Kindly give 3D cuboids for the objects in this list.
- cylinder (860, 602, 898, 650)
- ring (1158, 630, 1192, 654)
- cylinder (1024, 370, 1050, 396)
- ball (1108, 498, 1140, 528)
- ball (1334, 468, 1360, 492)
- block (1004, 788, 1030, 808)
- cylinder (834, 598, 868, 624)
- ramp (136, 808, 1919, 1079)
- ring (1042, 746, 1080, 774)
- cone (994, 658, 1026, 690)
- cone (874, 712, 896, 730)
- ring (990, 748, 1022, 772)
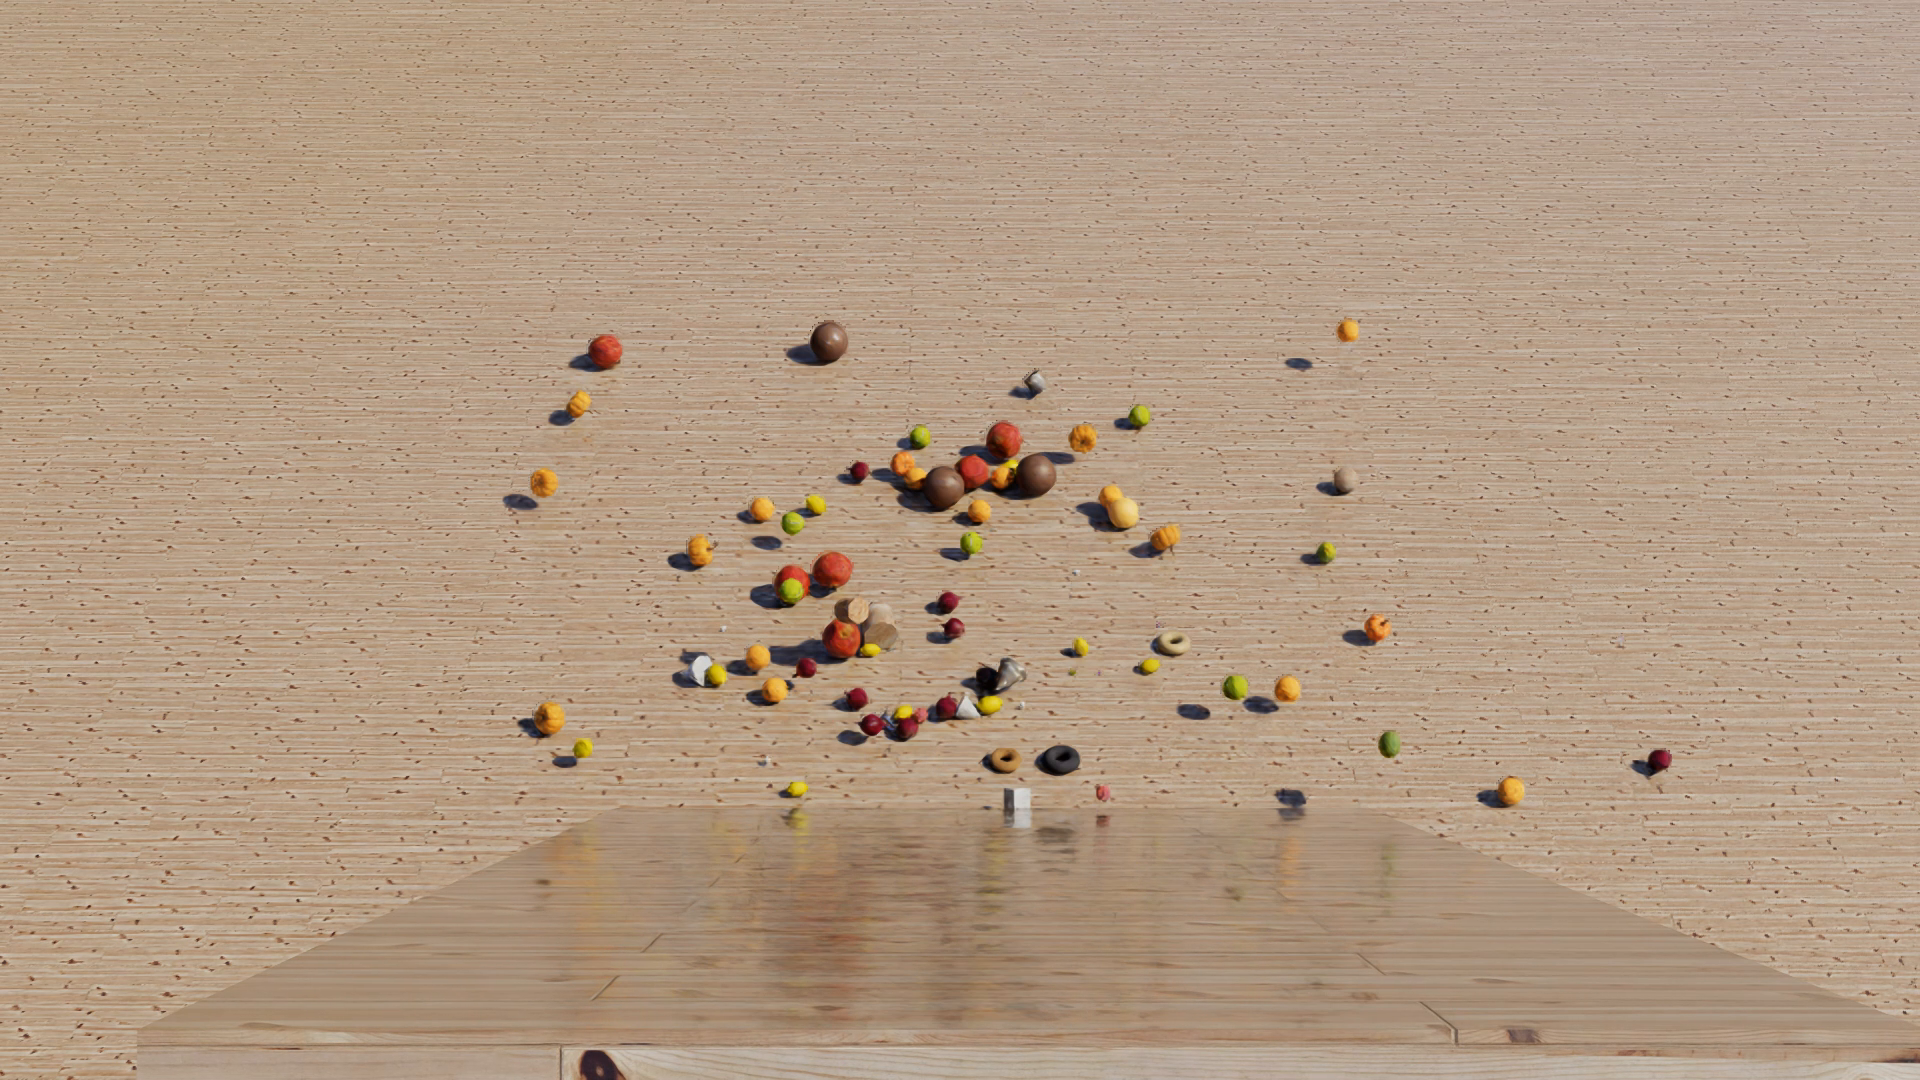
[{"bbox_3d":[-0.237,0.250,7.576,0.099,0.099,0.099,-5,37,-7],"label":"cylinder"},{"bbox_3d":[0.623,0.299,7.564,0.099,0.033,0.099,1,33,0],"label":"ring"},{"bbox_3d":[0.253,-0.520,8.619,0.062,0.062,0.062,-36,7,5],"label":"cylinder"},{"bbox_3d":[0.506,-0.083,8.028,0.096,0.096,0.096,0,37,0],"label":"ball"},{"bbox_3d":[1.216,-0.188,8.183,0.081,0.081,0.081,0,37,0],"label":"ball"},{"bbox_3d":[0.153,0.687,6.922,0.052,0.052,0.052,1,-3,-29],"label":"block"},{"bbox_3d":[-0.308,0.200,7.370,0.071,0.071,0.071,-28,15,-33],"label":"cylinder"},{"bbox_3d":[0.080,0.680,4.903,2.000,0.100,4.000,0,-2,0],"label":"ramp"},{"bbox_3d":[0.279,0.604,7.152,0.104,0.035,0.104,-1,36,1],"label":"ring"},{"bbox_3d":[0.125,0.397,7.360,0.091,0.091,0.091,24,49,29],"label":"cone"},{"bbox_3d":[-0.200,0.516,7.278,0.058,0.058,0.058,35,42,1],"label":"cone"},{"bbox_3d":[0.125,0.605,7.155,0.089,0.030,0.089,1,38,0],"label":"ring"}]
